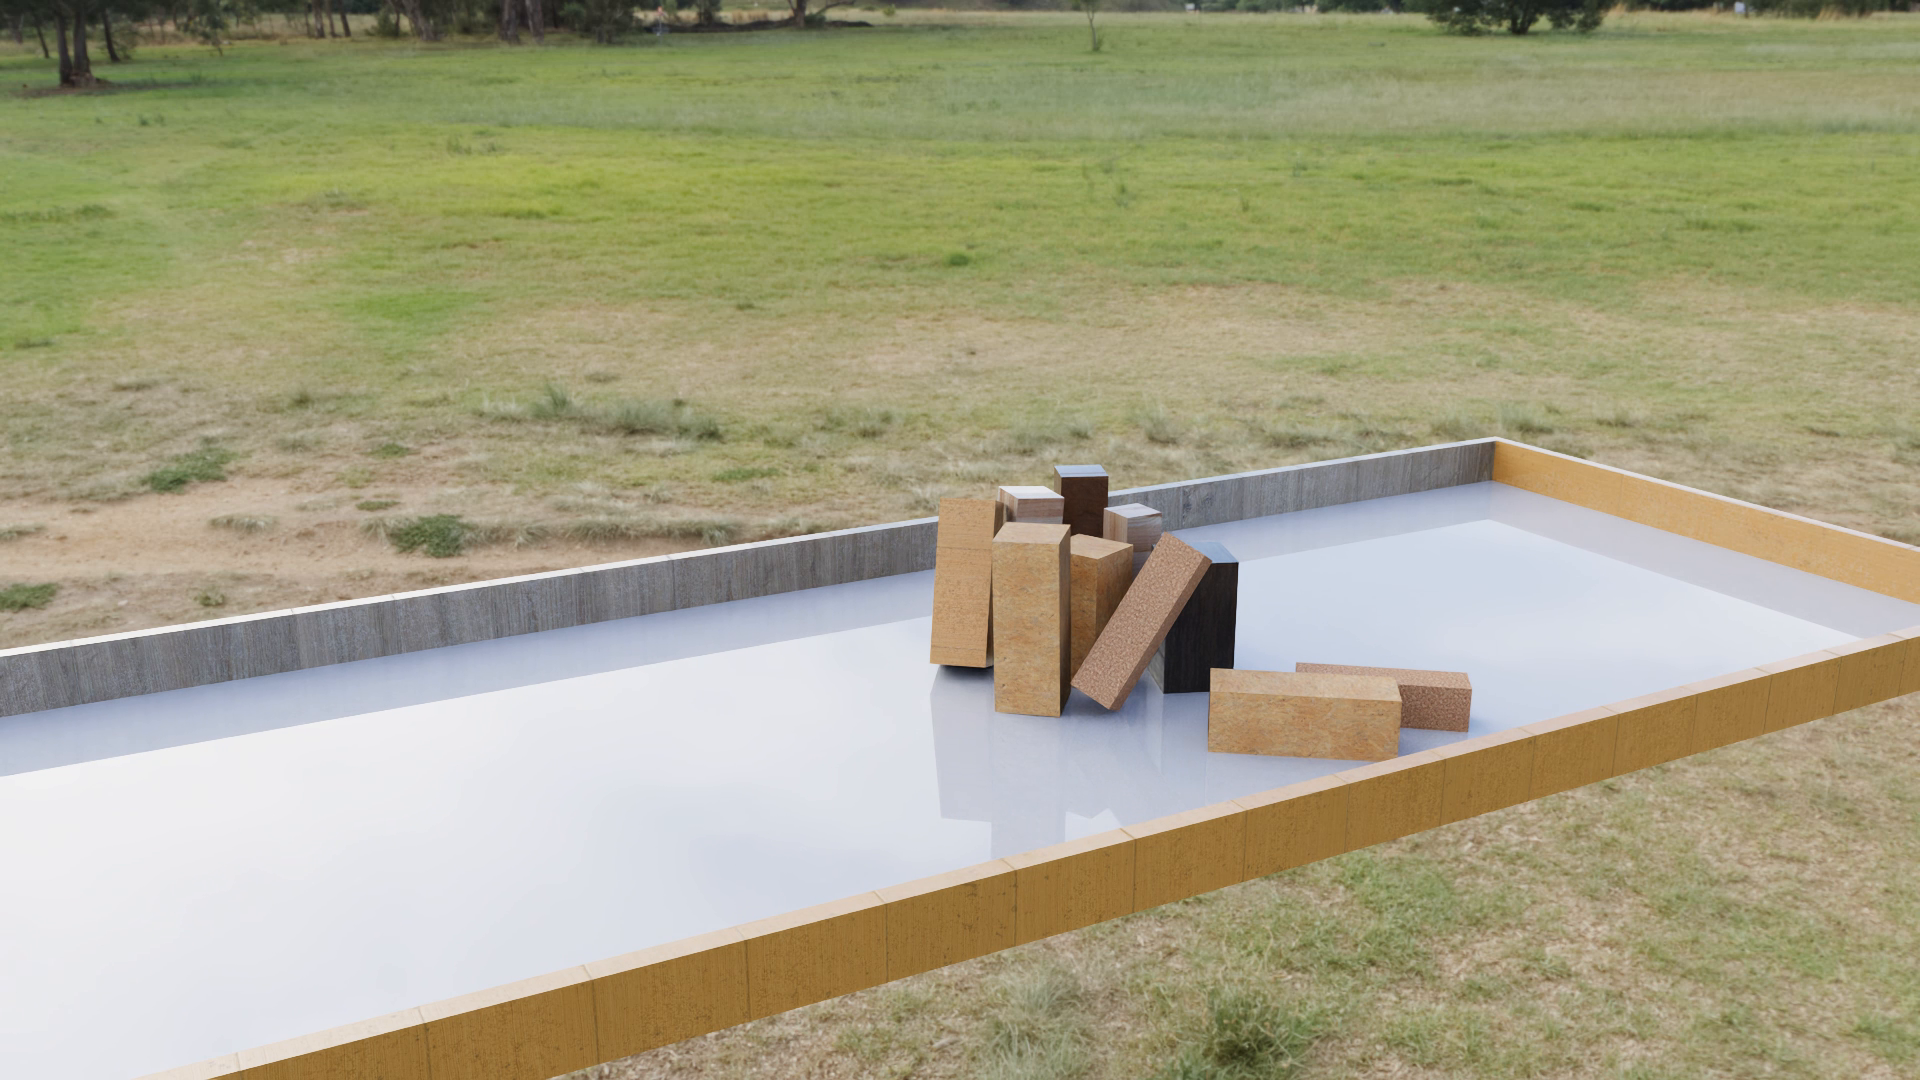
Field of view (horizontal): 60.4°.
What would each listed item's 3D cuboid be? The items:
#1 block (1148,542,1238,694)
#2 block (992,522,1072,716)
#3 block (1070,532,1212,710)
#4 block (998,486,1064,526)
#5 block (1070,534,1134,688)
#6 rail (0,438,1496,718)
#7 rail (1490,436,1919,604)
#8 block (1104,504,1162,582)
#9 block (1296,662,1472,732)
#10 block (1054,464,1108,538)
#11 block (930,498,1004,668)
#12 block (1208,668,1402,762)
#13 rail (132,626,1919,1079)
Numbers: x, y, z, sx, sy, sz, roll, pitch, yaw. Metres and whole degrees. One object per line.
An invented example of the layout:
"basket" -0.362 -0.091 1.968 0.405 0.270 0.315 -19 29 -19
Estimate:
"block" 0.578 0.192 4.111 0.175 0.333 0.175 -2 16 -7
"block" 0.174 0.188 3.943 0.158 0.429 0.158 3 18 13
"block" 0.431 0.195 3.914 0.111 0.423 0.111 33 3 19
"block" 0.168 0.079 4.322 0.130 0.421 0.130 -1 16 -22
"block" 0.316 0.180 4.133 0.162 0.342 0.162 12 20 36
"rail" -3.305 0.497 3.399 12.000 0.150 0.050 -9 18 -27
"rail" 2.466 -0.048 5.253 0.050 0.150 2.100 -9 18 -27
"block" 0.446 0.107 4.312 0.107 0.382 0.107 -9 19 -28
"block" 0.995 0.371 3.903 0.398 0.108 0.108 3 17 10
"block" 0.332 0.011 4.579 0.129 0.417 0.129 -2 16 -5
"block" 0.019 0.107 4.204 0.142 0.419 0.142 3 -1 10
"block" 0.776 0.396 3.746 0.417 0.147 0.147 2 17 8
"rail" -2.336 1.006 1.665 12.000 0.150 0.050 -9 18 -27
